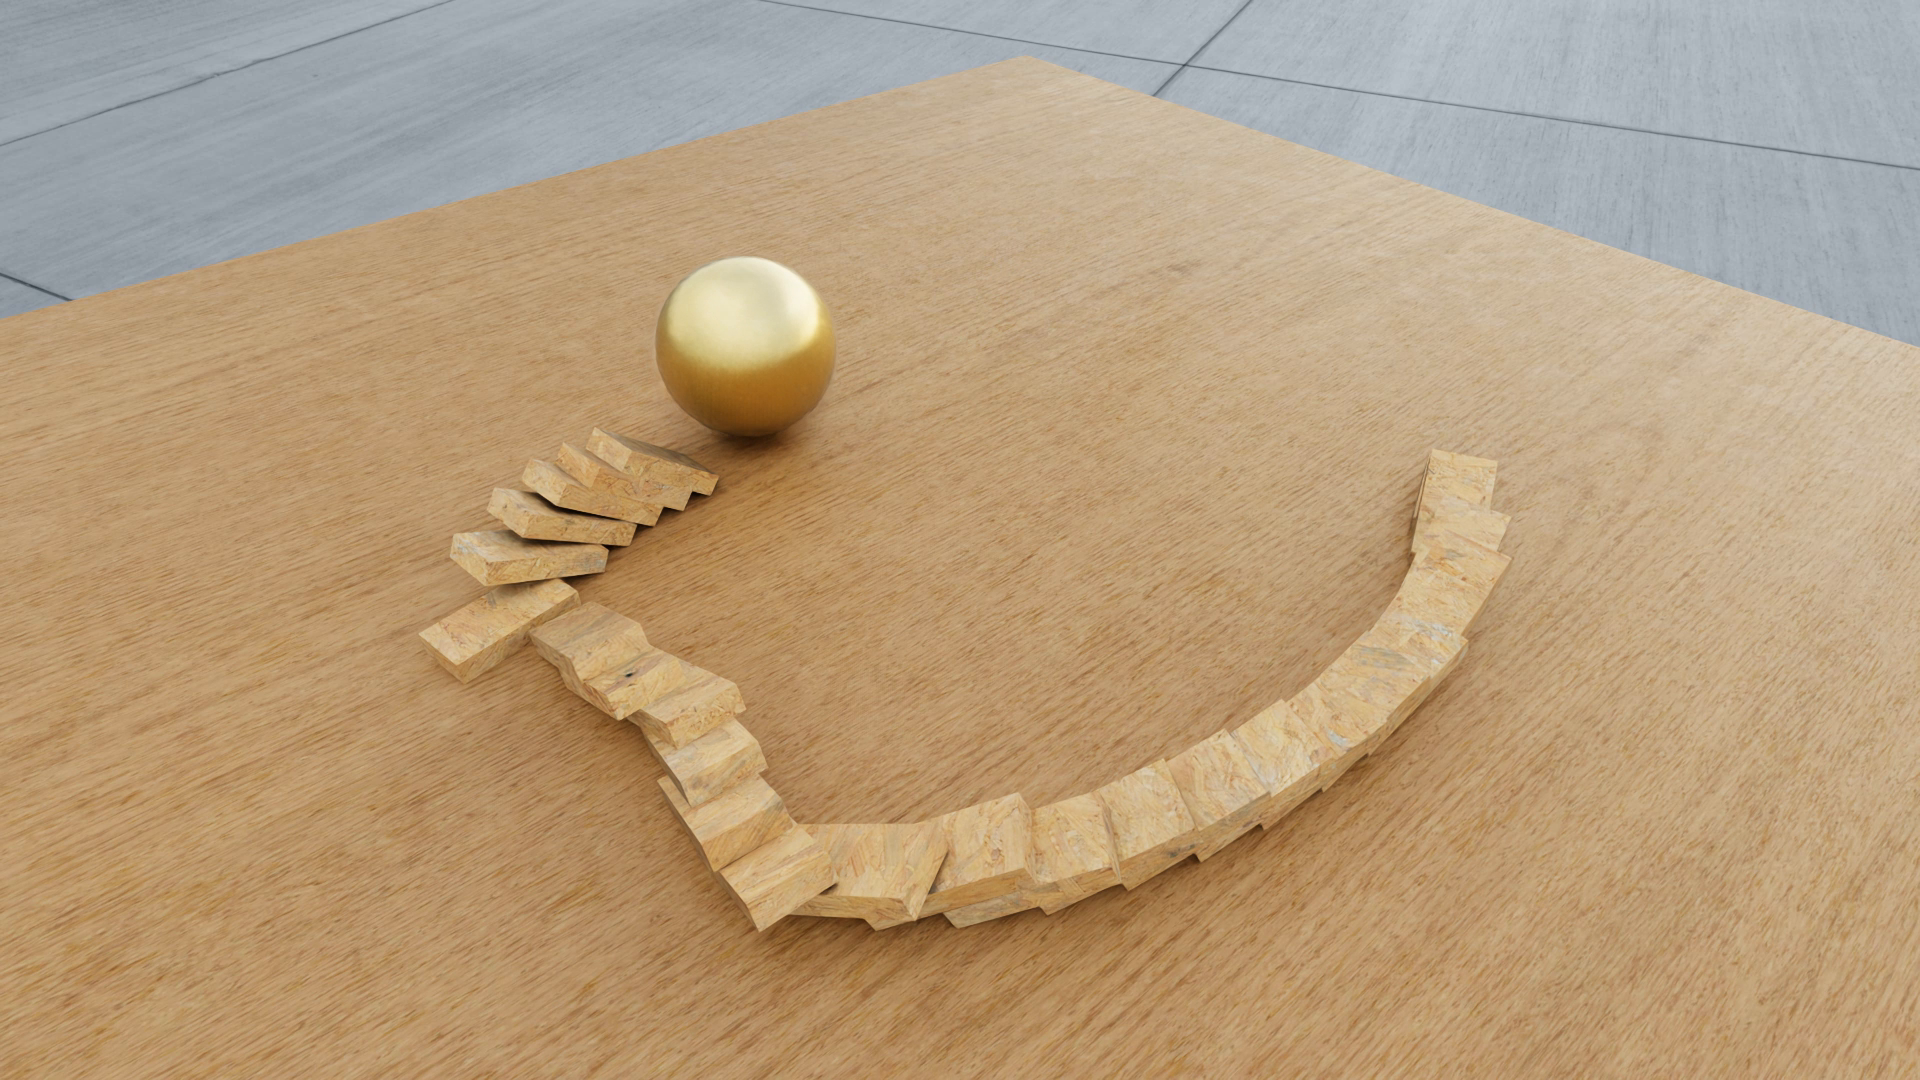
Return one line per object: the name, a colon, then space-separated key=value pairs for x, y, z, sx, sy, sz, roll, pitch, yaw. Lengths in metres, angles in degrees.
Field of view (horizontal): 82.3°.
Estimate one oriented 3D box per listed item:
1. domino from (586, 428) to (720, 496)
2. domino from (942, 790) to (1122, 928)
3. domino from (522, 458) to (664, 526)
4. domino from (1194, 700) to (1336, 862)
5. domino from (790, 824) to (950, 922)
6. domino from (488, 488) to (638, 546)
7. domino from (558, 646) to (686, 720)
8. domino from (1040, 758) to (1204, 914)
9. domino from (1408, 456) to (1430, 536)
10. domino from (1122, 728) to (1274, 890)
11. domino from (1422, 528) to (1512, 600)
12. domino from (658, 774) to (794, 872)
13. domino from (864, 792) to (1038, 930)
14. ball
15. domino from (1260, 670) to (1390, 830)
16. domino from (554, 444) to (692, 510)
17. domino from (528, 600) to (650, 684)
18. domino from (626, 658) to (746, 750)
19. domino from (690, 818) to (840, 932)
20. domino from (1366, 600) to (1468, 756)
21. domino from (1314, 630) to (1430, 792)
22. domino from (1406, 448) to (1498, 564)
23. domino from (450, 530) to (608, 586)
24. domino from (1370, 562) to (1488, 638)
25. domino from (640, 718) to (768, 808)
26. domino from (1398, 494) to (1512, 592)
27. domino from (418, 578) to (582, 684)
domino: x=-0.127 y=-0.032 z=0.459 sx=0.025 sy=0.009 sz=0.050 roll=29 pitch=7 yaw=31
domino: x=0.019 y=0.092 z=0.315 sx=0.050 sy=0.010 sz=0.025 roll=-21 pitch=38 yaw=15
domino: x=-0.147 y=-0.019 z=0.442 sx=0.025 sy=0.010 sz=0.050 roll=29 pitch=7 yaw=31
domino: x=0.087 y=0.074 z=0.338 sx=0.050 sy=0.010 sz=0.025 roll=-33 pitch=45 yaw=-1
domino: x=-0.030 y=0.094 z=0.313 sx=0.050 sy=0.010 sz=0.025 roll=-9 pitch=32 yaw=32
domino: x=-0.156 y=-0.009 z=0.432 sx=0.025 sy=0.009 sz=0.050 roll=29 pitch=12 yaw=31
domino: x=-0.115 y=0.045 z=0.372 sx=0.025 sy=0.010 sz=0.050 roll=-30 pitch=23 yaw=-31
domino: x=0.043 y=0.087 z=0.322 sx=0.050 sy=0.009 sz=0.025 roll=-27 pitch=41 yaw=6
domino: x=0.207 y=-0.017 z=0.464 sx=0.025 sy=0.009 sz=0.050 roll=17 pitch=42 yaw=19
domino: x=0.065 y=0.080 z=0.330 sx=0.050 sy=0.010 sz=0.025 roll=-31 pitch=43 yaw=1
domino: x=0.176 y=0.022 z=0.401 sx=0.025 sy=0.009 sz=0.050 roll=31 pitch=72 yaw=31
domino: x=-0.071 y=0.079 z=0.330 sx=0.025 sy=0.010 sz=0.050 roll=-26 pitch=21 yaw=-23
domino: x=-0.004 y=0.092 z=0.315 sx=0.050 sy=0.009 sz=0.025 roll=-21 pitch=37 yaw=15
ball: x=-0.095 y=-0.086 z=0.493 sx=0.080 sy=0.080 sz=0.080 roll=0 pitch=39 yaw=0
domino: x=0.107 y=0.066 z=0.348 sx=0.050 sy=0.010 sz=0.025 roll=-36 pitch=46 yaw=-4
domino: x=-0.137 y=-0.025 z=0.450 sx=0.025 sy=0.009 sz=0.050 roll=29 pitch=7 yaw=31
domino: x=-0.131 y=0.035 z=0.385 sx=0.025 sy=0.009 sz=0.050 roll=-29 pitch=23 yaw=-30
domino: x=-0.094 y=0.053 z=0.363 sx=0.025 sy=0.010 sz=0.050 roll=-30 pitch=23 yaw=-32
domino: x=-0.057 y=0.091 z=0.316 sx=0.025 sy=0.010 sz=0.050 roll=-28 pitch=22 yaw=-24
domino: x=0.144 y=0.046 z=0.372 sx=0.050 sy=0.010 sz=0.025 roll=-42 pitch=51 yaw=-9
domino: x=0.126 y=0.056 z=0.360 sx=0.050 sy=0.010 sz=0.025 roll=-41 pitch=50 yaw=-8
domino: x=0.197 y=-0.011 z=0.440 sx=0.025 sy=0.009 sz=0.050 roll=14 pitch=64 yaw=18
domino: x=-0.164 y=0.005 z=0.420 sx=0.025 sy=0.010 sz=0.050 roll=29 pitch=21 yaw=31
domino: x=0.160 y=0.034 z=0.387 sx=0.025 sy=0.010 sz=0.050 roll=32 pitch=73 yaw=33
domino: x=-0.082 y=0.065 z=0.347 sx=0.025 sy=0.009 sz=0.050 roll=-26 pitch=21 yaw=-23
domino: x=0.188 y=0.009 z=0.419 sx=0.025 sy=0.010 sz=0.050 roll=23 pitch=67 yaw=26
domino: x=-0.169 y=0.030 z=0.407 sx=0.025 sy=0.010 sz=0.050 roll=27 pitch=47 yaw=29
